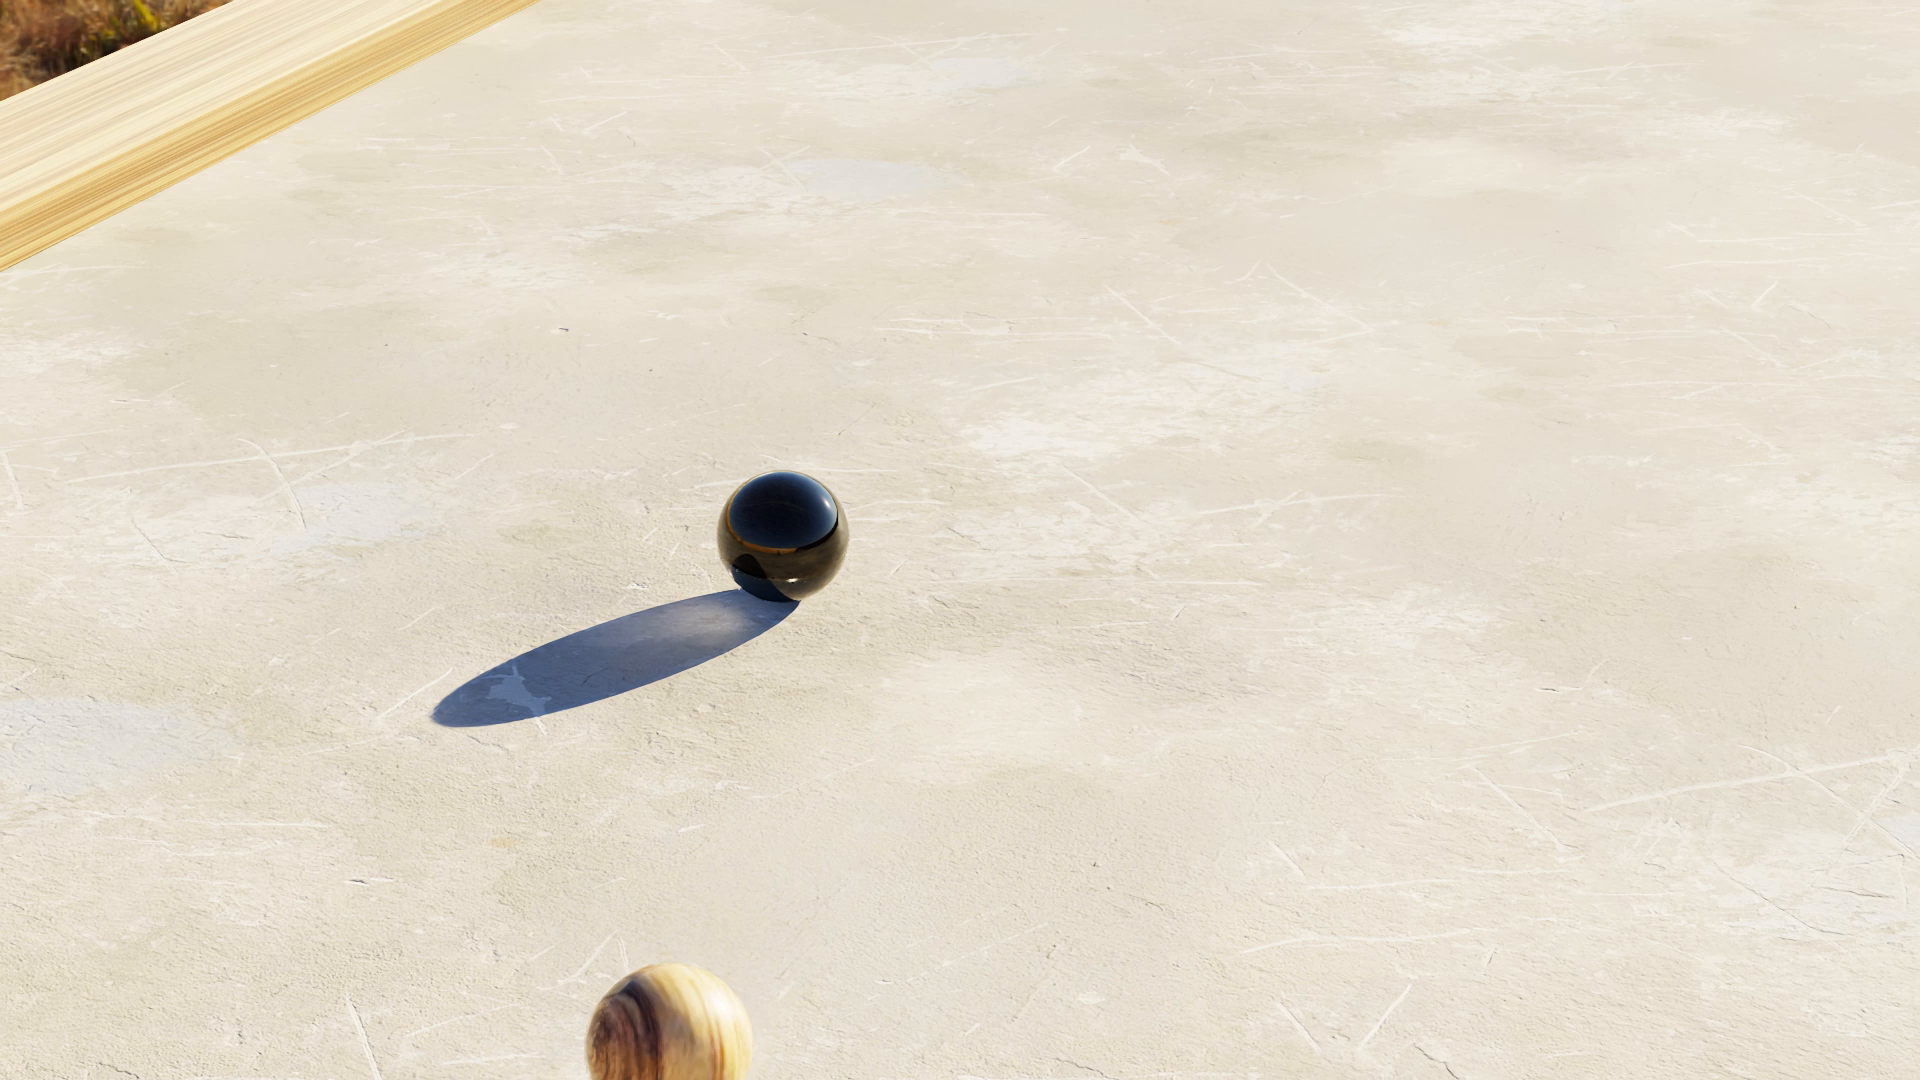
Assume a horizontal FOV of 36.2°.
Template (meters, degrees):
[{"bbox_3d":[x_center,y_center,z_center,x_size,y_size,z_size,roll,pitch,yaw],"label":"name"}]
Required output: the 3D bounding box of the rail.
[{"bbox_3d":[-0.440,-0.539,2.774,0.045,0.125,3.470,11,29,21],"label":"rail"}]

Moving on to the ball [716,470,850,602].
[{"bbox_3d":[-0.106,-0.002,1.759,0.080,0.080,0.080,0,27,0],"label":"ball"}]

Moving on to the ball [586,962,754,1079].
[{"bbox_3d":[-0.129,0.226,1.311,0.075,0.075,0.075,0,27,0],"label":"ball"}]
